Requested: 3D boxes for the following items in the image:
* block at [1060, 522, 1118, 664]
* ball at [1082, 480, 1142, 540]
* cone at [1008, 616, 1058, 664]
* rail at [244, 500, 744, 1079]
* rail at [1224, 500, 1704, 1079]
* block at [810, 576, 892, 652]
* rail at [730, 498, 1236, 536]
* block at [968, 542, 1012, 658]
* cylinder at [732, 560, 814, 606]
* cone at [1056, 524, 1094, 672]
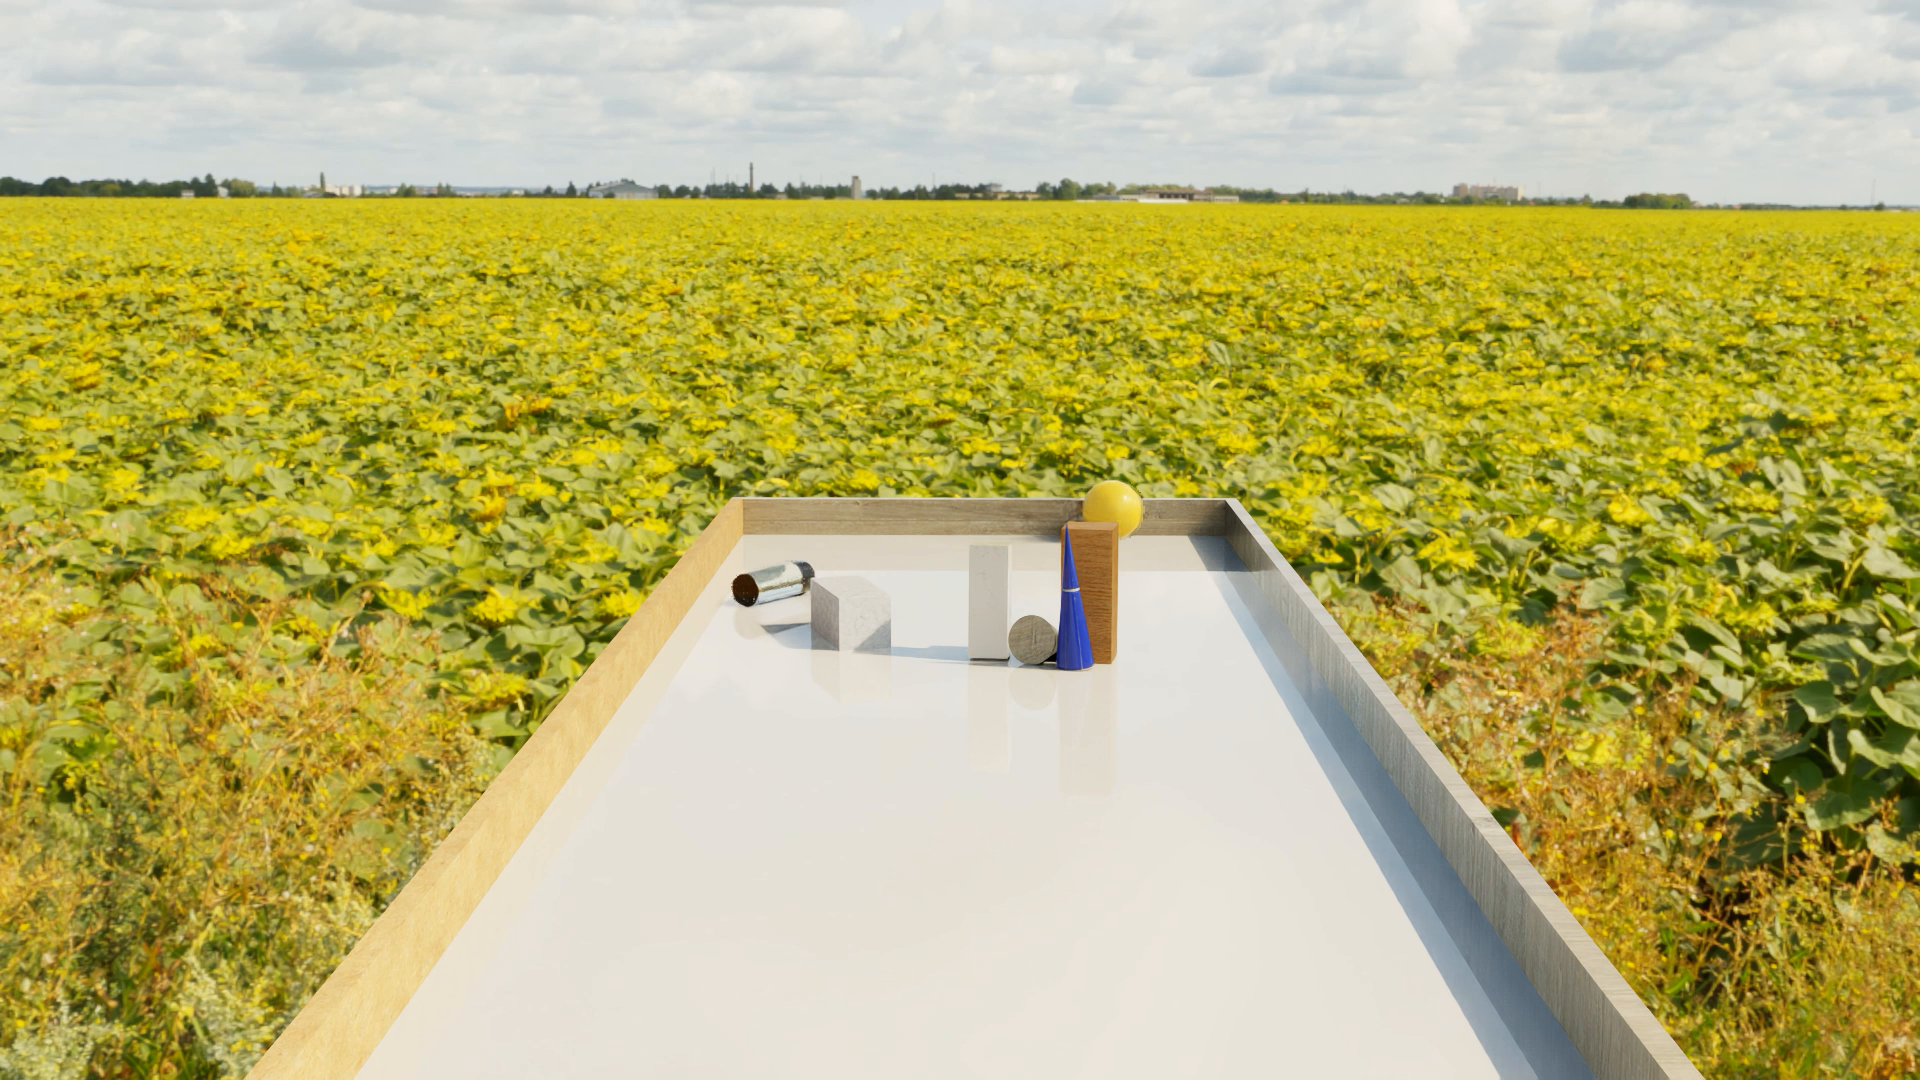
[{"bbox_3d":[0.394,0.159,6.695,0.155,0.410,0.155,2,9,11],"label":"block"},{"bbox_3d":[0.620,-0.121,8.987,0.246,0.246,0.246,0,9,0],"label":"ball"},{"bbox_3d":[0.285,0.312,6.808,0.150,0.150,0.370,4,-2,22],"label":"cone"},{"bbox_3d":[-1.004,0.839,3.234,0.050,0.150,12.000,0,9,1],"label":"rail"},{"bbox_3d":[1.046,0.843,3.208,0.050,0.150,12.000,0,9,1],"label":"rail"},{"bbox_3d":[-0.351,0.231,7.023,0.166,0.166,0.384,-3,9,-17],"label":"block"},{"bbox_3d":[0.099,-0.098,9.147,2.100,0.150,0.050,0,9,1],"label":"rail"},{"bbox_3d":[0.093,0.184,6.719,0.119,0.344,0.119,1,4,7],"label":"block"},{"bbox_3d":[-0.649,0.151,7.684,0.116,0.116,0.319,6,11,33],"label":"cylinder"},{"bbox_3d":[0.330,0.160,6.545,0.116,0.446,0.116,-4,13,1],"label":"cone"}]
